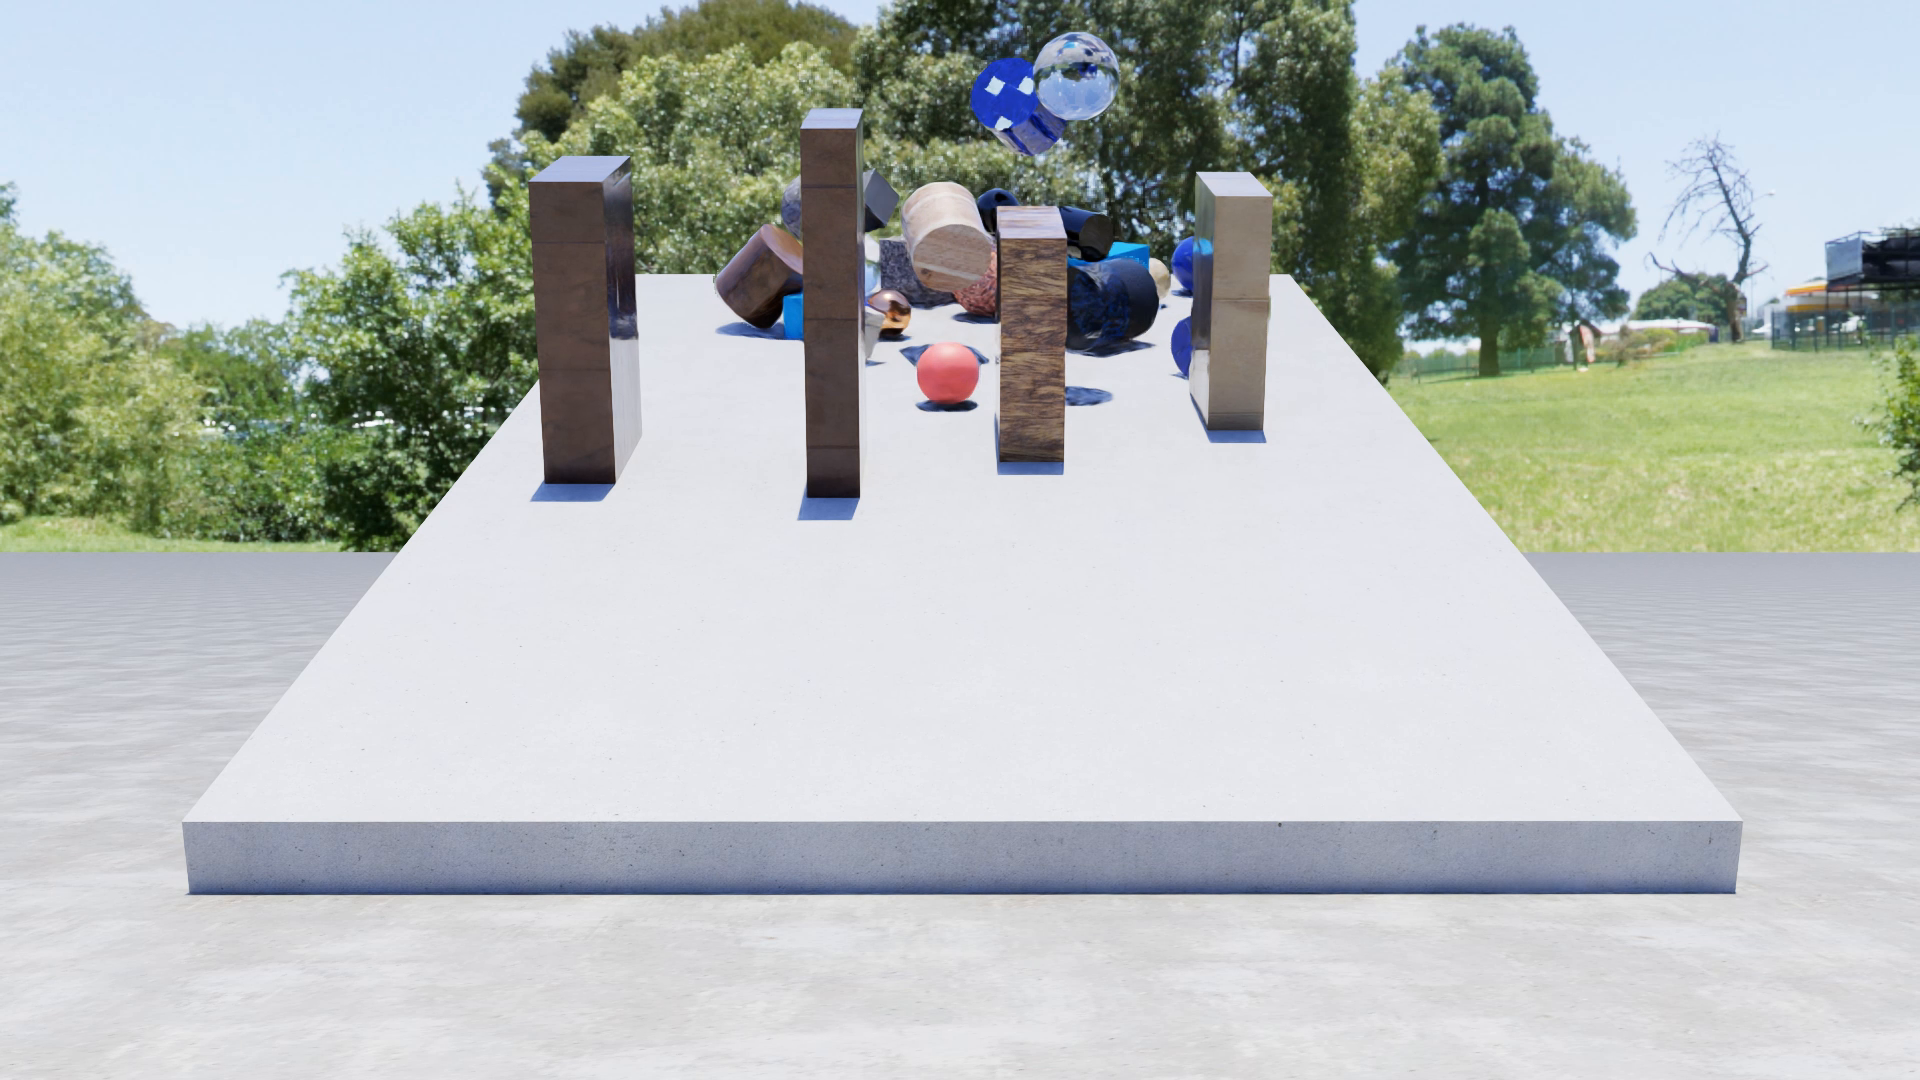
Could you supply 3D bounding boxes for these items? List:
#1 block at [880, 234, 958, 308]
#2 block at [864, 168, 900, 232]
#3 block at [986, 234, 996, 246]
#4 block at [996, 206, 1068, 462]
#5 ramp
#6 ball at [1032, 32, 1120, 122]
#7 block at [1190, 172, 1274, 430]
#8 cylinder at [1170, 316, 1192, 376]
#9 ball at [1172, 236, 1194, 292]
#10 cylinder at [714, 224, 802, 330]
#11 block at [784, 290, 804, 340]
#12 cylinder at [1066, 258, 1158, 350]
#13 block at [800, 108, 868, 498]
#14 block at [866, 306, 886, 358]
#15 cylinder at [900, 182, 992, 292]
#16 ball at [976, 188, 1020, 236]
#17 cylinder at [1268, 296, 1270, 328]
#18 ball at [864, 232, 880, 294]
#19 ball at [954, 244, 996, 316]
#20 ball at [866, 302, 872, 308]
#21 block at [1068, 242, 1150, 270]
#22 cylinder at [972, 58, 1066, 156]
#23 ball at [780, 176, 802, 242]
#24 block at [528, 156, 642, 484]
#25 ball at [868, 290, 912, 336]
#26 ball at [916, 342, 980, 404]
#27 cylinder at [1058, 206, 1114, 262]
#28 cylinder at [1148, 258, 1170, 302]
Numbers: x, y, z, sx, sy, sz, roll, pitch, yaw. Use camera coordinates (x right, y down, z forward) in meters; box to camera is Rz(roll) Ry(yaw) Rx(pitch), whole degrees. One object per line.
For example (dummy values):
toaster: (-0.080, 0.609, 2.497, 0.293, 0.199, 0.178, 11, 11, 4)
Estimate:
block: (-0.102, -0.763, 6.253, 0.174, 0.174, 0.174, 13, 21, 37)
block: (-0.267, -0.957, 6.282, 0.117, 0.117, 0.117, -9, -42, 41)
block: (0.107, -0.828, 6.500, 0.154, 0.154, 0.154, -8, 19, -26)
block: (0.147, -0.446, 4.710, 0.133, 0.461, 0.449, 0, 17, 0)
ramp: (-0.003, -0.171, 4.771, 2.000, 0.100, 4.000, 0, 17, 0)
ball: (0.266, -1.060, 5.077, 0.200, 0.200, 0.200, 0, 0, 0)
block: (0.598, -0.537, 4.931, 0.122, 0.508, 0.385, 0, 17, 0)
cylinder: (0.612, -0.474, 5.340, 0.149, 0.149, 0.149, -15, 10, -41)
ball: (0.690, -0.794, 6.373, 0.166, 0.166, 0.166, 0, 0, 0)
cylinder: (-0.510, -0.694, 5.850, 0.195, 0.195, 0.195, -45, -21, 22)
block: (-0.384, -0.585, 5.780, 0.107, 0.107, 0.107, 9, 19, 28)
cylinder: (0.359, -0.604, 5.667, 0.210, 0.210, 0.210, 0, 12, 45)
block: (-0.245, -0.472, 4.367, 0.103, 0.708, 0.353, 0, 17, 0)
block: (-0.275, -0.527, 5.468, 0.110, 0.110, 0.110, 30, 15, 38)
cylinder: (-0.036, -0.757, 5.532, 0.197, 0.197, 0.197, 0, 40, -13)
ball: (0.104, -0.908, 6.152, 0.130, 0.130, 0.130, 0, 0, 0)
cylinder: (0.692, -0.570, 5.640, 0.160, 0.160, 0.160, 7, 2, 20)
ball: (-0.309, -0.782, 6.286, 0.191, 0.191, 0.191, 0, 0, 0)
ball: (0.073, -0.706, 6.030, 0.195, 0.195, 0.195, 0, 0, 0)
ball: (-0.281, -0.565, 5.684, 0.125, 0.125, 0.125, 0, 0, 0)
block: (0.375, -0.693, 5.988, 0.195, 0.195, 0.195, 11, 20, 33)
cylinder: (0.162, -1.178, 6.038, 0.204, 0.204, 0.204, 0, -11, 23)
ball: (-0.390, -0.914, 6.115, 0.207, 0.207, 0.207, 0, 0, 0)
block: (-0.753, -0.454, 4.499, 0.141, 0.597, 0.392, 0, 17, 0)
ball: (-0.187, -0.589, 5.761, 0.123, 0.123, 0.123, 0, 0, 0)
ball: (-0.028, -0.379, 5.035, 0.144, 0.144, 0.144, 0, 0, 0)
cylinder: (0.304, -0.779, 5.657, 0.125, 0.125, 0.125, 0, 15, -43)
cylinder: (0.501, -0.711, 6.162, 0.129, 0.129, 0.129, 0, 15, 29)
